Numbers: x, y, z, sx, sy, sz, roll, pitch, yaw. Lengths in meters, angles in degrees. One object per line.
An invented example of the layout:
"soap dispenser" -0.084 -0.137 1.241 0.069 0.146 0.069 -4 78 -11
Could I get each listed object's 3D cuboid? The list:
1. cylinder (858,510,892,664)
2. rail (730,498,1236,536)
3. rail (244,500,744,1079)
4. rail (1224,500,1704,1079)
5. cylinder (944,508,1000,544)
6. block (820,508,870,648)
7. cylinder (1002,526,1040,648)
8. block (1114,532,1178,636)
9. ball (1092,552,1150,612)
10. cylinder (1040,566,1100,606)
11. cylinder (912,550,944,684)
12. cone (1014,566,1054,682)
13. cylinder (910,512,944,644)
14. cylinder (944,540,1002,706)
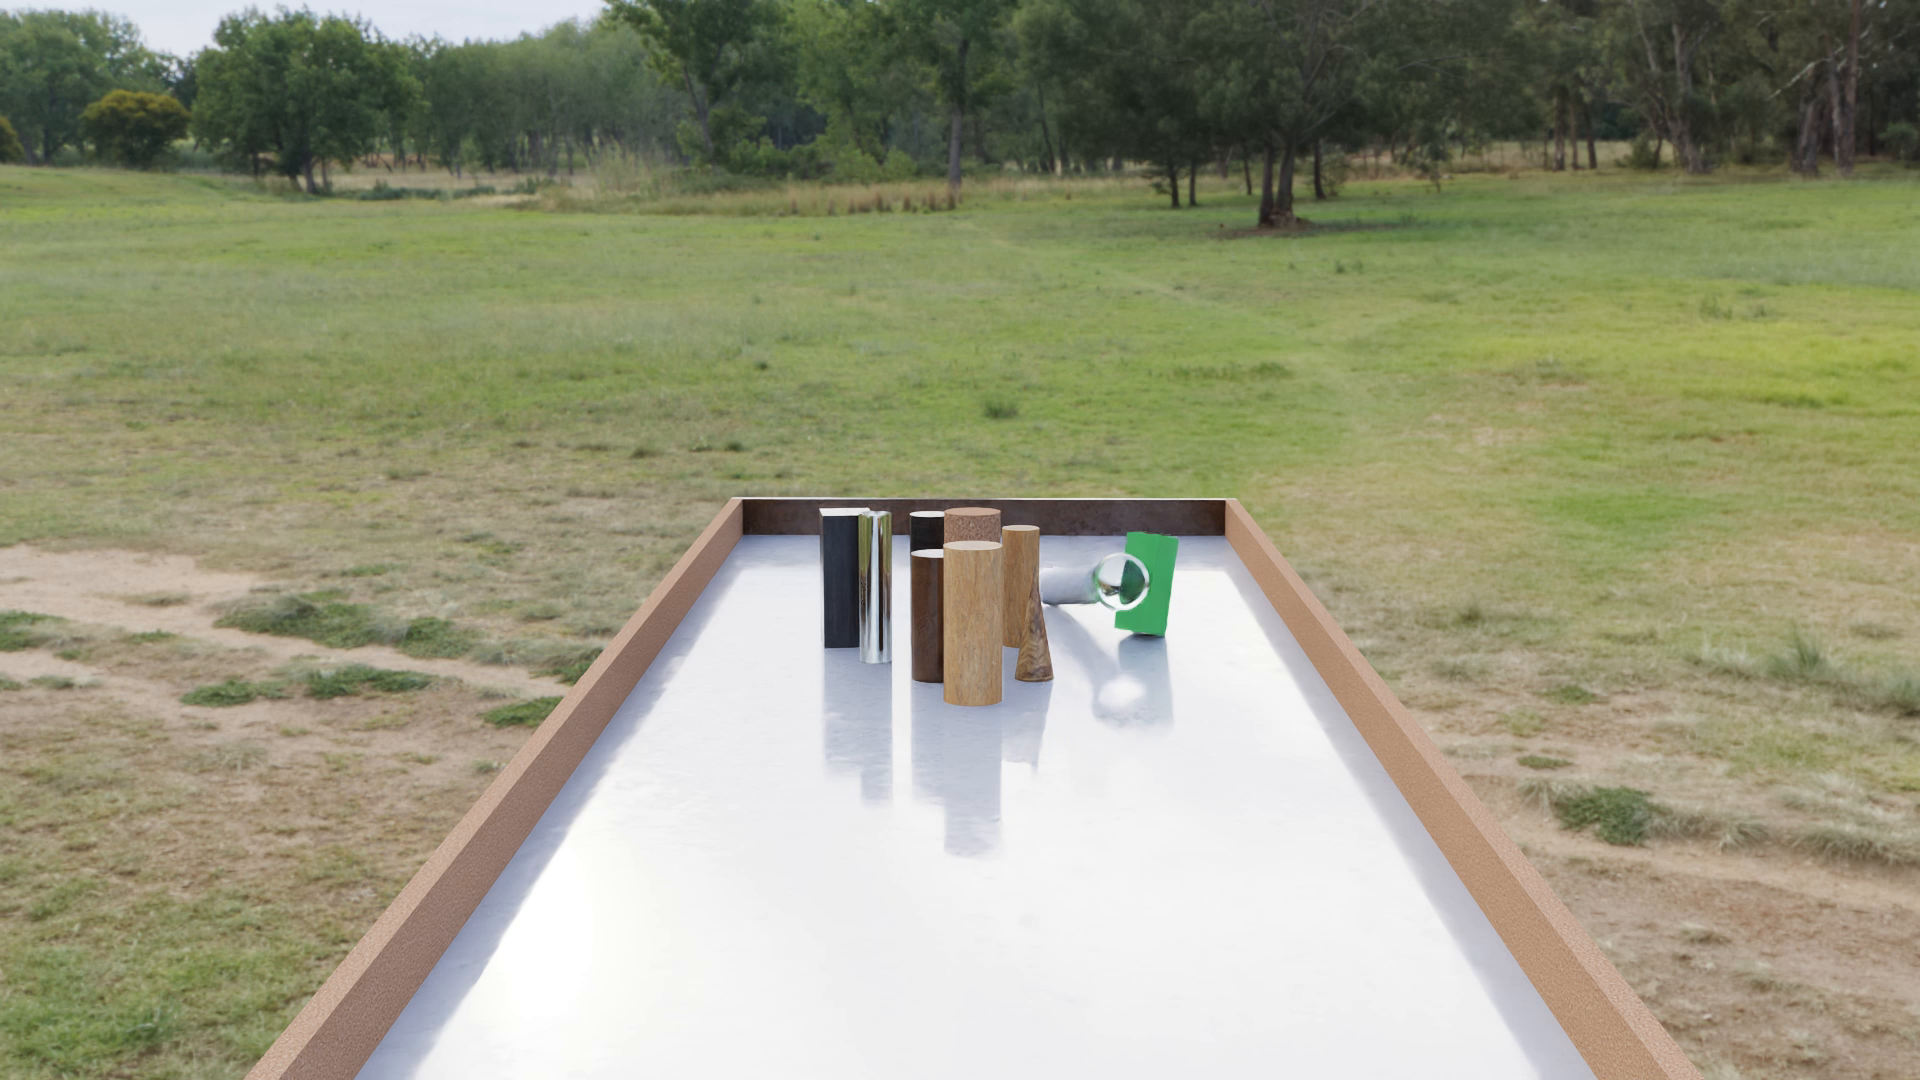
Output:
"cylinder" -0.256 0.144 6.654 0.100 0.454 0.100 0 9 0
"rail" 0.099 -0.098 9.147 2.100 0.150 0.050 0 9 1
"rail" -1.004 0.839 3.234 0.050 0.150 12.000 0 9 1
"rail" 1.046 0.843 3.208 0.050 0.150 12.000 0 9 1
"cylinder" 0.037 0.138 6.689 0.171 0.454 0.171 0 9 0
"block" -0.357 0.118 6.925 0.156 0.419 0.156 -1 9 -8
"cylinder" 0.190 0.145 6.907 0.117 0.371 0.117 0 9 0
"block" 0.598 0.140 7.054 0.120 0.314 0.120 7 -3 38
"ball" 0.506 0.132 6.933 0.184 0.184 0.184 0 9 0
"cylinder" 0.390 0.154 7.402 0.124 0.124 0.395 -4 -1 -22
"cylinder" -0.069 0.222 6.430 0.148 0.370 0.148 0 9 0
"cone" 0.218 0.239 6.429 0.117 0.336 0.117 0 9 0
"cylinder" -0.094 0.123 6.919 0.127 0.412 0.127 0 9 0
"cylinder" 0.036 0.232 6.146 0.166 0.439 0.166 0 9 0
